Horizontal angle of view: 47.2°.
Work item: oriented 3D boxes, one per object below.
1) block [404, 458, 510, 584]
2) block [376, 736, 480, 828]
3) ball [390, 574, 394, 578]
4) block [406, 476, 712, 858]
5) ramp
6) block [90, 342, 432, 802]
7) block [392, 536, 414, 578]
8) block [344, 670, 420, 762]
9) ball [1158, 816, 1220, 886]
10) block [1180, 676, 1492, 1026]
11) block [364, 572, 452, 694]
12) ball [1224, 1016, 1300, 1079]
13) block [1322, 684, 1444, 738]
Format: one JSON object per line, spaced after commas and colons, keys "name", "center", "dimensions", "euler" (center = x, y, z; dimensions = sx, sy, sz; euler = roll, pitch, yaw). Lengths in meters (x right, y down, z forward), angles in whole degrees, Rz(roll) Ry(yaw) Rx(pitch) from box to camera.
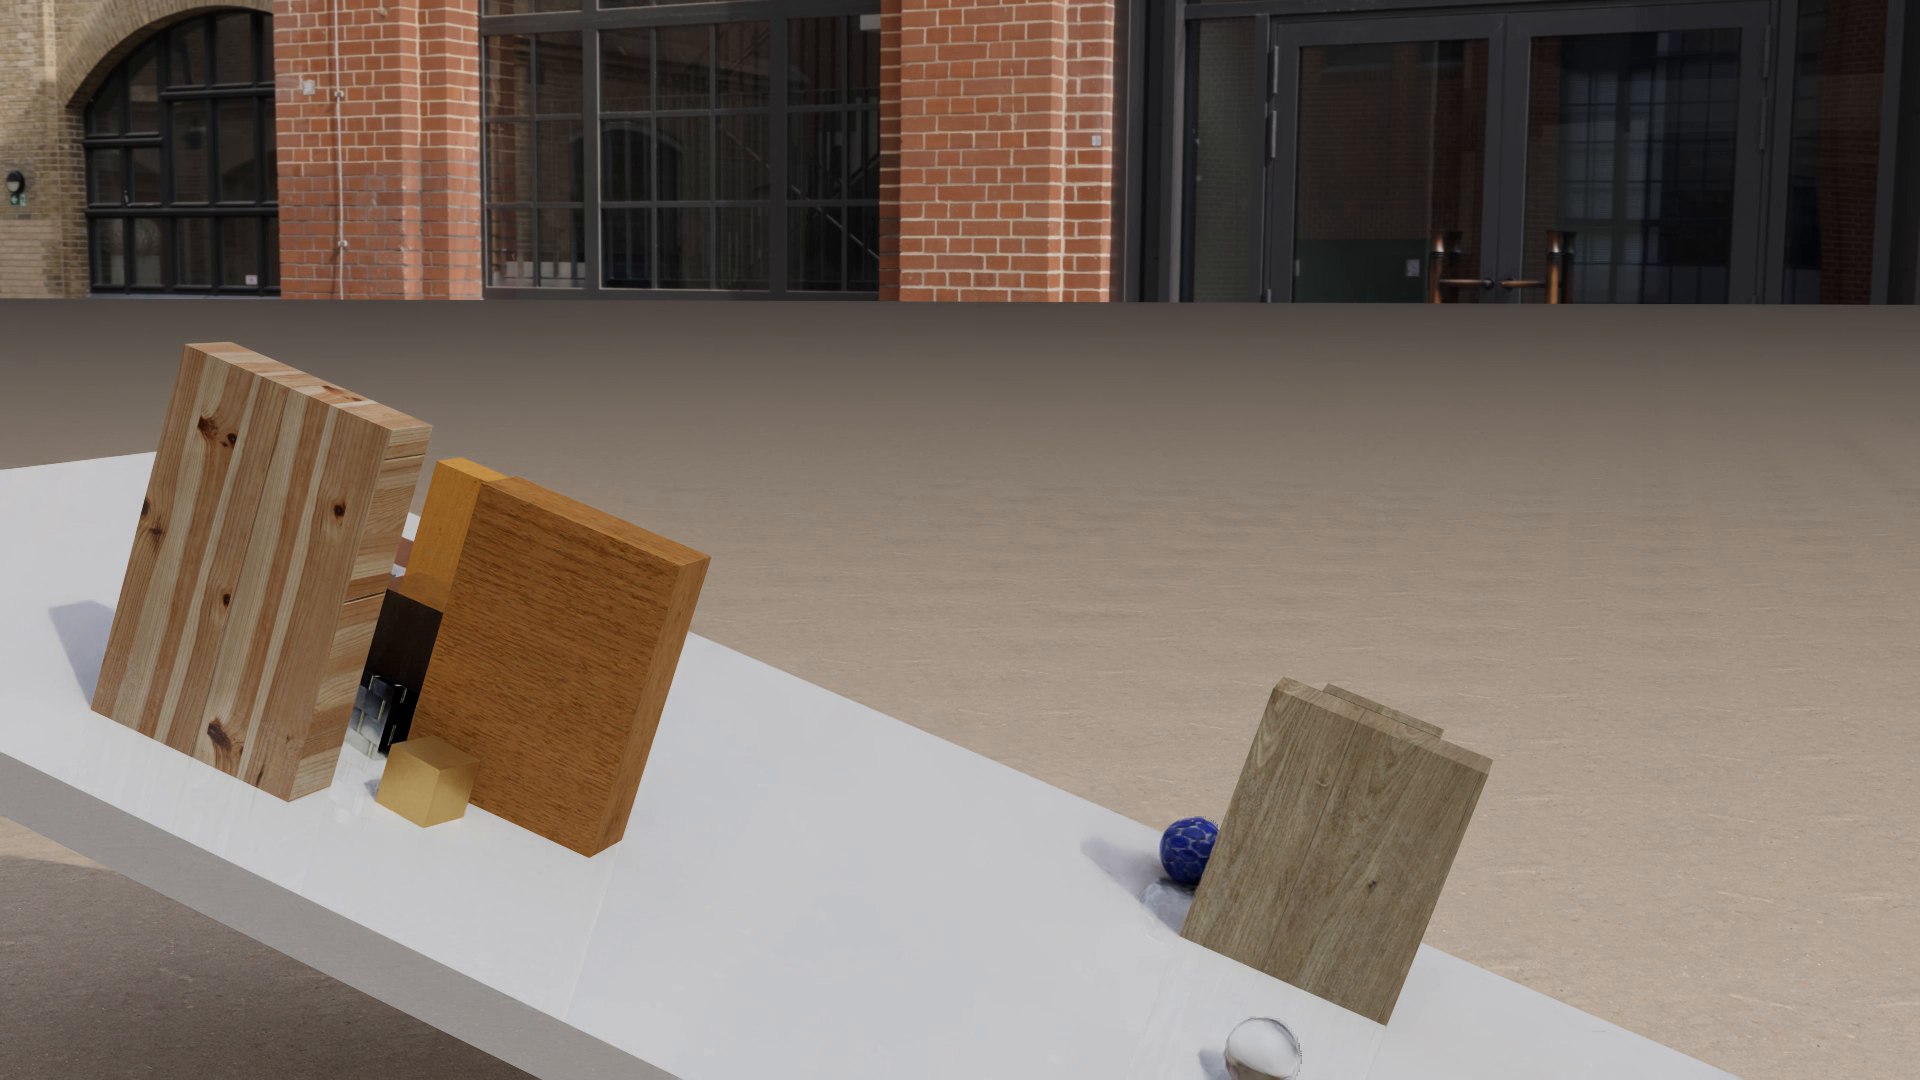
{"name": "block", "center": [-0.924, 0.113, 4.285], "dimensions": [0.313, 0.461, 0.094], "euler": [22, 12, 14]}
{"name": "block", "center": [-0.918, 0.416, 3.794], "dimensions": [0.109, 0.109, 0.109], "euler": [24, 13, 22]}
{"name": "ball", "center": [-1.202, 0.139, 4.359], "dimensions": [0.205, 0.205, 0.205], "euler": [0, 7, 0]}
{"name": "block", "center": [-0.721, 0.221, 3.893], "dimensions": [0.397, 0.553, 0.130], "euler": [22, 12, 14]}
{"name": "ramp", "center": [-0.341, 0.630, 4.216], "dimensions": [4.000, 0.100, 2.000], "euler": [22, 12, 14]}
{"name": "block", "center": [-1.178, 0.050, 3.697], "dimensions": [0.407, 0.662, 0.125], "euler": [22, 12, 14]}
{"name": "block", "center": [-1.182, 0.110, 4.560], "dimensions": [0.187, 0.187, 0.187], "euler": [21, 12, 10]}
{"name": "block", "center": [-1.043, 0.304, 4.020], "dimensions": [0.142, 0.142, 0.142], "euler": [26, 14, 30]}
{"name": "ball", "center": [0.501, 0.669, 4.731], "dimensions": [0.146, 0.146, 0.146], "euler": [0, 7, 0]}
{"name": "block", "center": [0.746, 0.615, 4.379], "dimensions": [0.440, 0.547, 0.137], "euler": [22, 12, 14]}
{"name": "block", "center": [-0.978, 0.169, 4.004], "dimensions": [0.158, 0.158, 0.158], "euler": [22, 12, 14]}
{"name": "ball", "center": [0.523, 0.893, 3.813], "dimensions": [0.129, 0.129, 0.129], "euler": [0, 7, 0]}
{"name": "block", "center": [0.815, 0.591, 4.695], "dimensions": [0.261, 0.502, 0.089], "euler": [22, 12, 14]}
